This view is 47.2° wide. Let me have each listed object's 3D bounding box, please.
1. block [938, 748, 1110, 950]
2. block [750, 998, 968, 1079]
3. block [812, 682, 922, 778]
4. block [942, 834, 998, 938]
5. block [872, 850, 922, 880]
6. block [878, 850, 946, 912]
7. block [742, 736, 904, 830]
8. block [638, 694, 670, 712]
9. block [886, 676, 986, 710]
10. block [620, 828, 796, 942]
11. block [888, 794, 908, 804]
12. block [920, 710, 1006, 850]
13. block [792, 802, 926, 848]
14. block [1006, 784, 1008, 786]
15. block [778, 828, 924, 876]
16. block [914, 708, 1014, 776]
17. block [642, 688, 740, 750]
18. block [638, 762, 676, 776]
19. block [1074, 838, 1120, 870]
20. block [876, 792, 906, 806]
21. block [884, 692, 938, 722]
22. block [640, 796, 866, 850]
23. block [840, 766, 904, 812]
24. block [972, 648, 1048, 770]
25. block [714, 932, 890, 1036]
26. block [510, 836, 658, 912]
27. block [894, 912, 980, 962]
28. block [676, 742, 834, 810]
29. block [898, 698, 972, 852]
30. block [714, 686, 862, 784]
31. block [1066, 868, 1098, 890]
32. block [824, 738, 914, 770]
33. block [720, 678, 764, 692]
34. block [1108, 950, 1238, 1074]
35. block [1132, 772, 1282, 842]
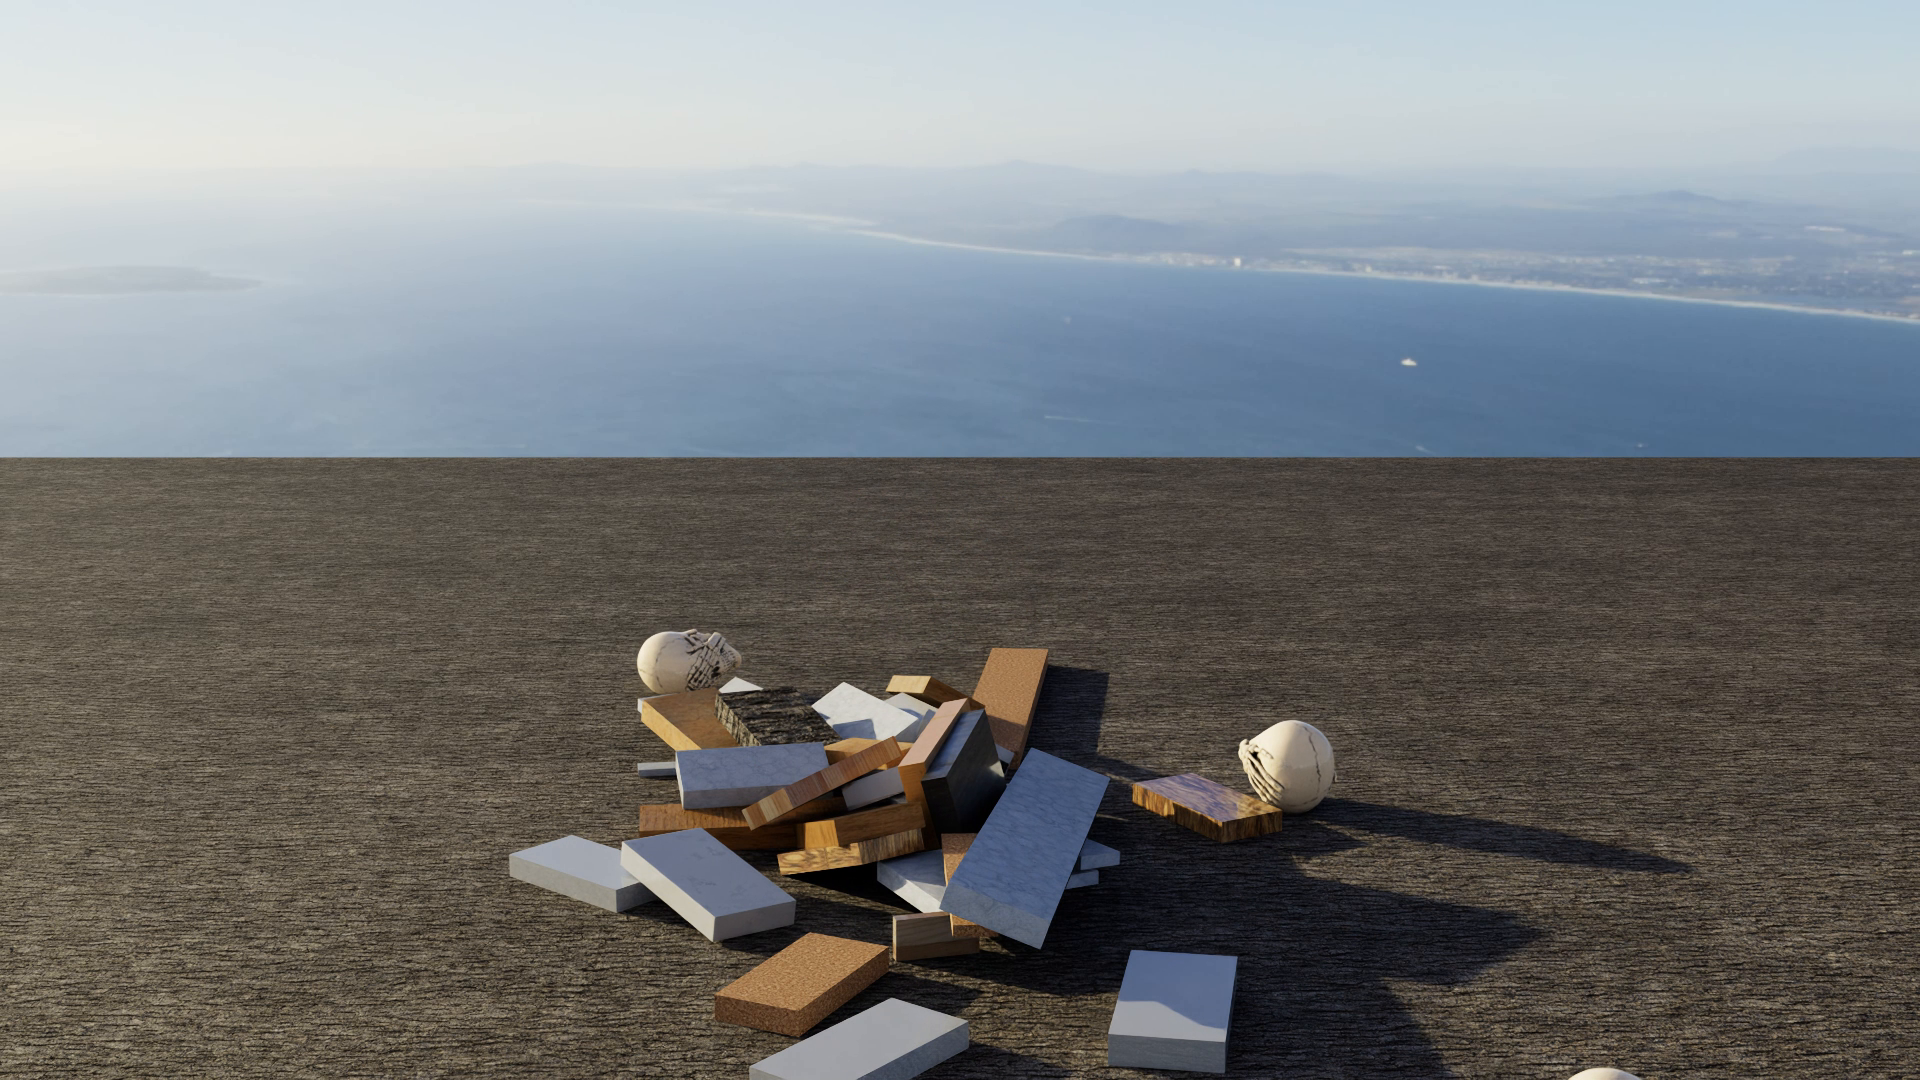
[{"bbox_3d":[0.125,0.490,3.649,0.158,0.045,0.951,21,9,6],"label":"block"},{"bbox_3d":[-0.133,0.699,2.975,0.138,0.039,0.296,8,13,37],"label":"block"},{"bbox_3d":[-0.215,0.388,4.425,0.166,0.047,0.331,-36,25,-19],"label":"block"},{"bbox_3d":[0.013,0.533,3.427,0.067,0.019,0.423,0,11,-3],"label":"block"},{"bbox_3d":[-0.032,0.572,3.666,0.127,0.036,0.254,-6,12,-29],"label":"block"},{"bbox_3d":[-0.021,0.559,3.539,0.127,0.036,0.254,-5,12,-27],"label":"block"},{"bbox_3d":[-0.244,0.432,3.923,0.275,0.039,0.138,-22,-7,-44],"label":"block"},{"bbox_3d":[-0.536,0.391,4.526,0.093,0.026,0.384,-6,17,-34],"label":"block"},{"bbox_3d":[-0.053,0.333,4.619,0.134,0.038,0.267,29,-11,-15],"label":"block"},{"bbox_3d":[-0.414,0.558,3.588,0.151,0.043,0.301,-6,20,-37],"label":"block"},{"bbox_3d":[-0.094,0.495,3.863,0.023,0.081,0.161,-11,0,-11],"label":"block"},{"bbox_3d":[0.011,0.426,3.814,0.045,0.158,0.317,-12,13,16],"label":"block"},{"bbox_3d":[-0.176,0.487,3.755,0.151,0.043,0.302,-10,-5,-18],"label":"block"},{"bbox_3d":[0.068,0.487,3.931,0.103,0.029,0.206,-12,12,-3],"label":"block"},{"bbox_3d":[-0.186,0.525,3.698,0.127,0.036,0.254,-8,-6,-37],"label":"block"},{"bbox_3d":[0.008,0.402,4.244,0.186,0.093,0.026,27,53,7],"label":"block"},{"bbox_3d":[-0.469,0.398,4.355,0.167,0.047,0.355,-8,26,-37],"label":"block"},{"bbox_3d":[-0.591,0.454,4.364,0.095,0.013,0.047,-2,11,-10],"label":"block"},{"bbox_3d":[0.195,0.533,3.788,0.081,0.023,0.161,-2,8,-32],"label":"block"},{"bbox_3d":[-0.055,0.468,4.087,0.103,0.029,0.206,-24,-5,41],"label":"block"},{"bbox_3d":[-0.103,0.398,4.443,0.166,0.047,0.331,-24,20,-24],"label":"block"},{"bbox_3d":[-0.372,0.513,3.966,0.407,0.043,0.151,-2,11,-8],"label":"block"},{"bbox_3d":[-0.090,0.433,4.054,0.166,0.047,0.331,-21,-5,13],"label":"block"},{"bbox_3d":[0.097,0.358,4.817,0.134,0.038,0.881,1,11,6],"label":"block"},{"bbox_3d":[-0.229,0.651,3.235,0.138,0.039,0.275,5,12,25],"label":"block"},{"bbox_3d":[-0.619,0.562,3.714,0.275,0.039,0.138,9,14,40],"label":"block"},{"bbox_3d":[-0.036,0.608,3.389,0.133,0.067,0.019,-3,12,-16],"label":"block"},{"bbox_3d":[-0.380,0.434,4.064,0.275,0.039,0.138,-2,27,-12],"label":"block"},{"bbox_3d":[-0.024,0.414,3.872,0.047,0.167,0.335,-12,12,16],"label":"block"},{"bbox_3d":[-0.338,0.387,4.302,0.167,0.047,0.335,-4,24,-29],"label":"block"},{"bbox_3d":[0.144,0.570,3.716,0.161,0.023,0.081,-5,12,-25],"label":"block"},{"bbox_3d":[-0.171,0.401,4.137,0.186,0.026,0.093,0,10,44],"label":"block"},{"bbox_3d":[-0.448,0.368,4.598,0.134,0.038,0.267,-38,28,-23],"label":"block"},{"bbox_3d":[0.307,0.667,3.131,0.158,0.045,0.317,2,11,10],"label":"block"},{"bbox_3d":[0.456,0.494,4.077,0.138,0.039,0.275,-6,12,-30],"label":"block"}]
